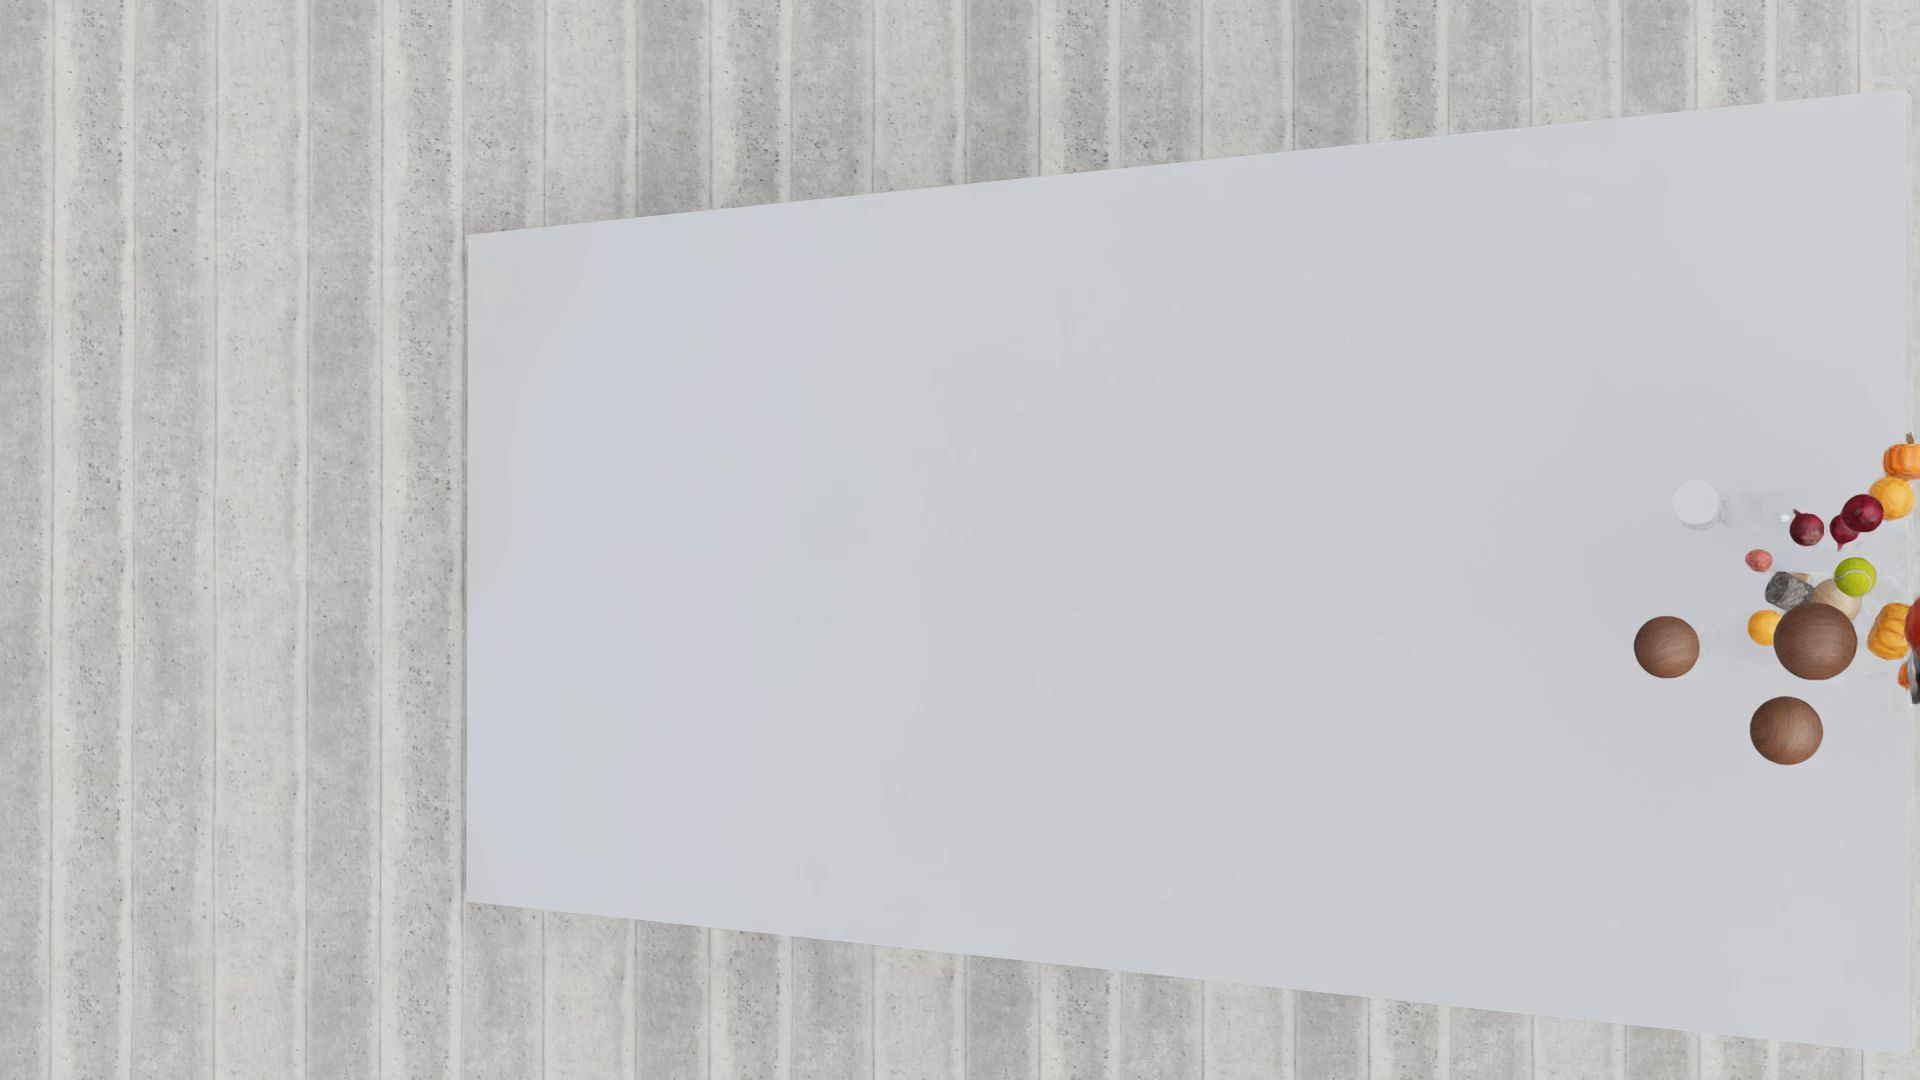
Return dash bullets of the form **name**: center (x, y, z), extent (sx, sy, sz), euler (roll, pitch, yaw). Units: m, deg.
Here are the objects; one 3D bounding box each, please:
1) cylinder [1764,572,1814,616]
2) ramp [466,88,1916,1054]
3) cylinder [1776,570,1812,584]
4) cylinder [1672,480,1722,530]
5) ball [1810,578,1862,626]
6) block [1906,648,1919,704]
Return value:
- **cylinder**: center (1.669, 0.109, 4.417), extent (0.070, 0.070, 0.070), euler (19, 89, -22)
- **ramp**: center (0.267, 0.074, 5.618), extent (4.000, 0.100, 2.000), euler (0, 89, 31)
- **cylinder**: center (1.725, 0.098, 4.556), extent (0.065, 0.065, 0.065), euler (7, 89, 35)
- **cylinder**: center (1.514, -0.071, 4.515), extent (0.092, 0.092, 0.092), euler (-3, 82, 22)
- **ball**: center (1.722, 0.122, 4.325), extent (0.096, 0.096, 0.096), euler (0, 89, 0)
- **block**: center (1.540, 0.215, 3.472), extent (0.069, 0.069, 0.069), euler (-3, 64, 15)
